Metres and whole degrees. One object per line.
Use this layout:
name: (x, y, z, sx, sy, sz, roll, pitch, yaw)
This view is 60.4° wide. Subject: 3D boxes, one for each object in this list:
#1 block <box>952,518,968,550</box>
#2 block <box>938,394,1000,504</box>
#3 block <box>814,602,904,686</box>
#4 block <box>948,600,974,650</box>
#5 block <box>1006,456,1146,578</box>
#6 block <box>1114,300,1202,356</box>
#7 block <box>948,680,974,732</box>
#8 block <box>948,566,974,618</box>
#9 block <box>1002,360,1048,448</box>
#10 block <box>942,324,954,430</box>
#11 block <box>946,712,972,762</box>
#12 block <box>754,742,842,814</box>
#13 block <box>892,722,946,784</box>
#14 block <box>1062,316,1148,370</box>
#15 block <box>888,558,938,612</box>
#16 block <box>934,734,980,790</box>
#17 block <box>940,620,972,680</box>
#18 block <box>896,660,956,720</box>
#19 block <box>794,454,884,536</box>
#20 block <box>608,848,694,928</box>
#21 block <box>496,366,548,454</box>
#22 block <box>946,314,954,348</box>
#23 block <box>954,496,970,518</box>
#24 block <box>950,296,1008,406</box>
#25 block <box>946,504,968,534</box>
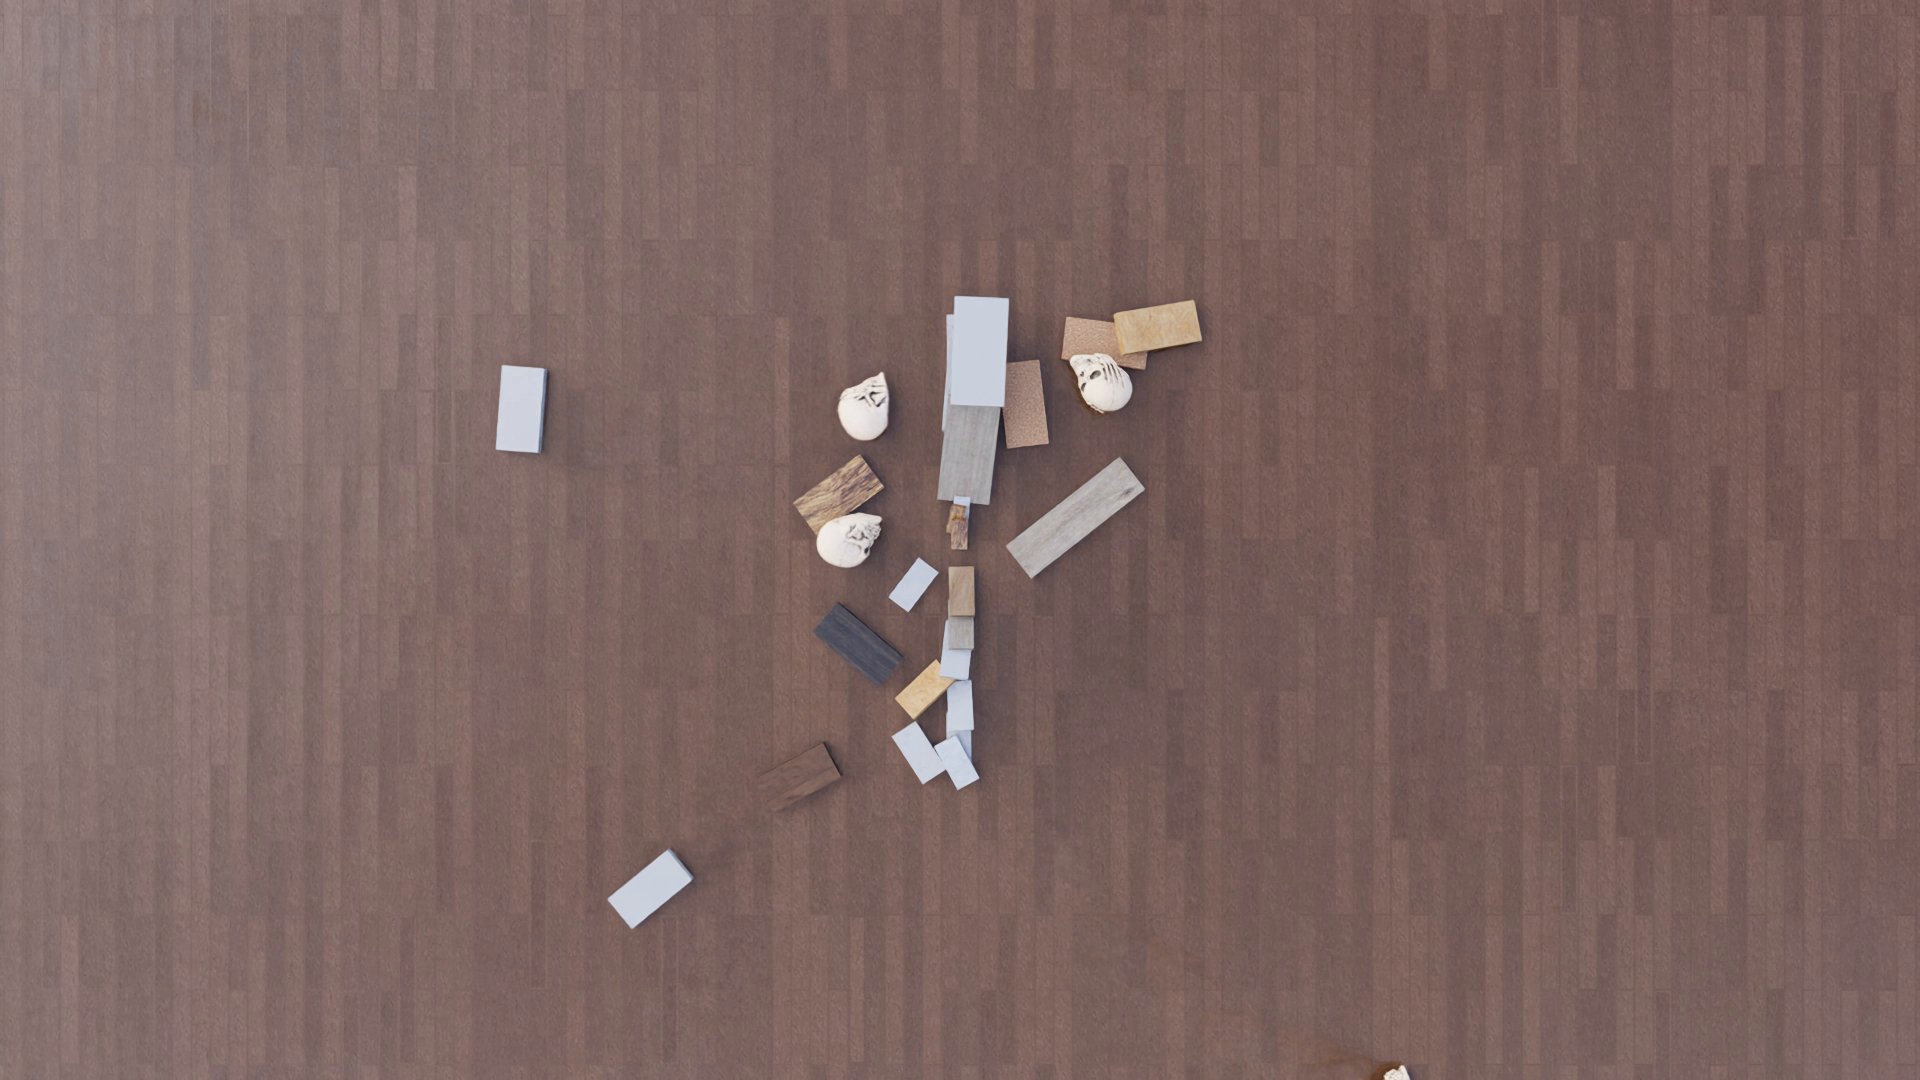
block: (-0.002, -0.020, 5.469, 0.053, 0.015, 0.106, 1, 117, 0)
block: (0.029, -0.298, 5.432, 0.173, 0.049, 0.346, 6, 105, -1)
block: (-0.339, 0.347, 5.482, 0.283, 0.036, 0.129, 40, 90, 0)
block: (0.003, 0.280, 5.460, 0.083, 0.023, 0.166, 0, 73, -2)
block: (0.382, -0.074, 5.481, 0.480, 0.039, 0.137, -38, 90, 0)
block: (0.653, -0.701, 5.446, 0.275, 0.039, 0.137, -11, 90, -15)
block: (0.001, 0.550, 5.470, 0.081, 0.023, 0.163, -3, 77, 0)
block: (0.006, 0.171, 5.466, 0.083, 0.023, 0.166, -1, 74, 0)
block: (0.209, -0.451, 5.480, 0.140, 0.040, 0.279, -7, 90, 0)
block: (0.041, -0.526, 5.419, 0.173, 0.049, 0.346, 5, 109, 0)
block: (-0.004, 0.655, 5.488, 0.081, 0.023, 0.163, -1, 90, 0)
block: (-0.538, 0.789, 5.482, 0.257, 0.036, 0.129, -28, 90, 0)
block: (-0.135, 0.706, 5.487, 0.094, 0.027, 0.188, -33, 90, 0)
block: (0.484, -0.653, 5.480, 0.279, 0.040, 0.140, 7, 90, 0)
block: (-0.155, 0.149, 5.488, 0.083, 0.023, 0.166, 37, 90, 0)
block: (-0.011, 0.736, 5.465, 0.081, 0.023, 0.163, -29, 90, 0)
block: (-0.011, 0.366, 5.461, 0.094, 0.027, 0.188, 7, 74, 0)
block: (-0.115, 0.496, 5.473, 0.188, 0.027, 0.094, -43, 73, 0)
block: (-0.402, -0.149, 5.481, 0.274, 0.039, 0.137, -36, 90, 0)
block: (-1.028, 1.158, 5.482, 0.257, 0.036, 0.129, -39, 90, 0)
block: (-1.457, -0.434, 5.480, 0.139, 0.040, 0.279, 4, 90, 0)
block: (0.001, -0.660, 5.487, 0.089, 0.025, 0.178, 0, 90, 0)
block: (0.004, -0.096, 5.464, 0.053, 0.015, 0.106, 5, 125, 0)
block: (0.063, -0.608, 5.322, 0.173, 0.049, 0.346, 2, 97, 0)
block: (-0.012, -0.069, 5.463, 0.053, 0.015, 0.106, 10, 123, -3)
